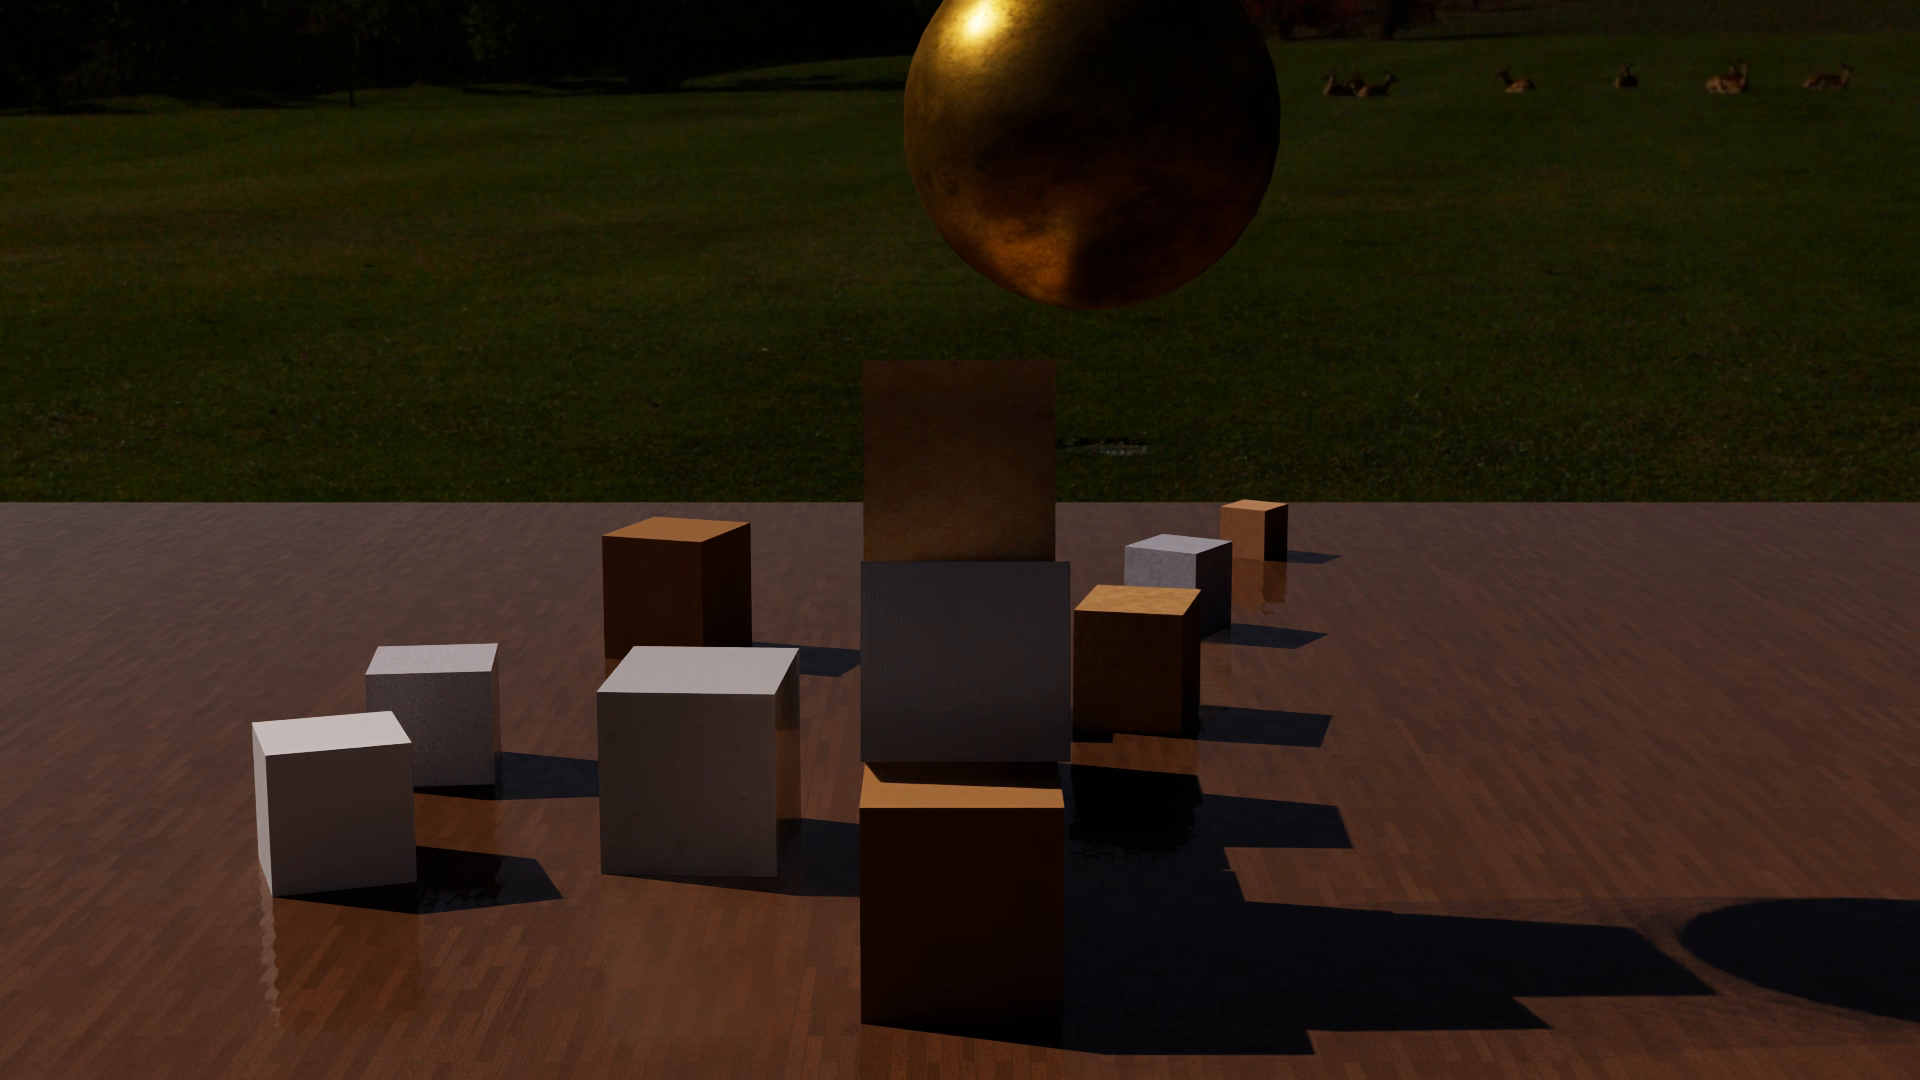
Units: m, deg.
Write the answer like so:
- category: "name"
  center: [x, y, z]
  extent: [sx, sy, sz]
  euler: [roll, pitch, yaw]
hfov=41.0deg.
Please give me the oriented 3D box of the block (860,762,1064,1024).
- category: "block"
  center: [0.006, 1.337, 9.873]
  extent: [0.756, 0.838, 0.697]
  euler: [0, 10, 0]

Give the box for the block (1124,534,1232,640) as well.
- category: "block"
  center: [1.392, 0.299, 16.357]
  extent: [0.502, 0.560, 0.517]
  euler: [6, 12, 31]

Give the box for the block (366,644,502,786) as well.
- category: "block"
  center: [-2.671, 0.887, 13.063]
  extent: [0.612, 0.581, 0.635]
  euler: [-1, 10, -7]

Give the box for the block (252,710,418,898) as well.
- category: "block"
  center: [-2.785, 1.162, 11.409]
  extent: [0.619, 0.631, 0.606]
  euler: [-4, 11, -20]

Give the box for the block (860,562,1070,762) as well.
- category: "block"
  center: [0.011, 0.480, 10.187]
  extent: [0.805, 0.768, 0.709]
  euler: [0, -2, -2]

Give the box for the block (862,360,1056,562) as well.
- category: "block"
  center: [-0.013, -0.323, 10.727]
  extent: [0.775, 0.824, 0.766]
  euler: [0, 2, -1]

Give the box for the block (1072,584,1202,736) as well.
- category: "block"
  center: [0.981, 0.652, 14.130]
  extent: [0.591, 0.662, 0.712]
  euler: [2, 11, 13]

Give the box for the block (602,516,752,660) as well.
- category: "block"
  center: [-1.731, 0.305, 15.769]
  extent: [0.659, 0.758, 0.717]
  euler: [4, 11, 19]

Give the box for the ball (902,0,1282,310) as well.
- category: "ball"
  center: [0.554, -1.774, 10.858]
  extent: [1.600, 1.600, 1.600]
  euler: [0, 10, 0]

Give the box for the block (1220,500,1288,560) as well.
- category: "block"
  center: [2.172, -0.076, 18.959]
  extent: [0.363, 0.368, 0.379]
  euler: [7, 12, 33]

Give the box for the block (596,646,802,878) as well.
- category: "block"
  center: [-1.177, 0.997, 11.756]
  extent: [0.786, 0.831, 0.919]
  euler: [1, 10, 3]
